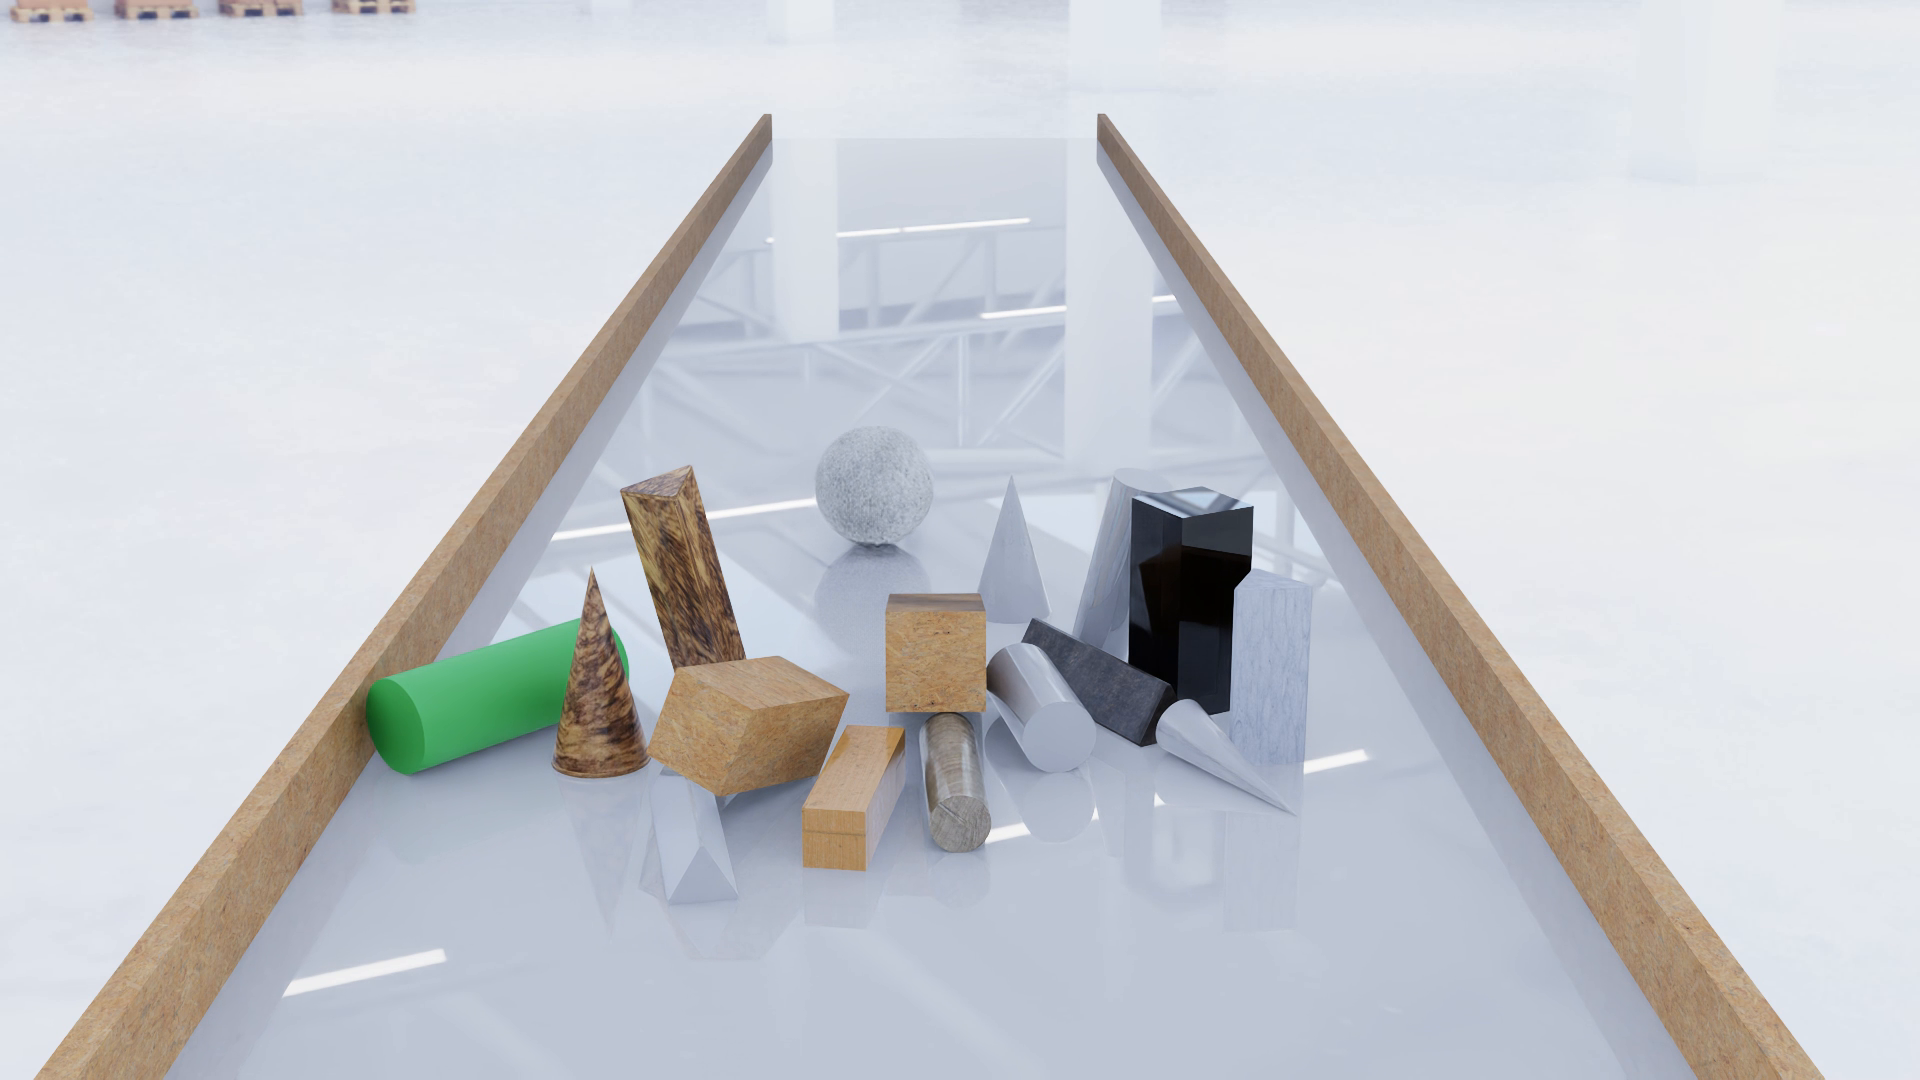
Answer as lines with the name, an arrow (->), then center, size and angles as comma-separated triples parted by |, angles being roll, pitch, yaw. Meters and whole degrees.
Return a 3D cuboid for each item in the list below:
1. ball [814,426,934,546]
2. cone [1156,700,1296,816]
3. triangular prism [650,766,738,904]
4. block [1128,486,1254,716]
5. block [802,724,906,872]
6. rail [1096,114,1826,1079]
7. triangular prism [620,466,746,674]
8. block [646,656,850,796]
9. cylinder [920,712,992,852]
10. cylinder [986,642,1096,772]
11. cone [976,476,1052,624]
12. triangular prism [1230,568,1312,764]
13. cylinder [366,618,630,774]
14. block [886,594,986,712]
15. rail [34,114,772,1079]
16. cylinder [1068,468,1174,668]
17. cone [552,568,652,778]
ball -> -0.201, -0.125, 5.157 | 0.280, 0.280, 0.280 | 0, 17, 0
cone -> 0.479, 0.397, 3.802 | 0.103, 0.103, 0.342 | -10, 28, -29
triangular prism -> -0.435, 0.448, 3.552 | 0.106, 0.092, 0.432 | -3, 17, -11
block -> 0.431, 0.119, 4.133 | 0.161, 0.396, 0.161 | -9, 19, -29
block -> -0.172, 0.421, 3.634 | 0.101, 0.101, 0.363 | 2, 17, 8
rail -> 0.932, -0.844, 7.801 | 0.050, 0.150, 12.000 | 0, 17, -1
triangular prism -> -0.501, 0.073, 4.195 | 0.143, 0.420, 0.123 | 6, 30, 38
block -> -0.354, 0.310, 3.719 | 0.157, 0.157, 0.319 | 26, 12, 24
cylinder -> -0.011, 0.402, 3.700 | 0.100, 0.100, 0.373 | -1, 17, -3
cylinder -> 0.142, 0.300, 3.984 | 0.133, 0.133, 0.315 | -3, 17, -11
cone -> 0.109, 0.005, 4.672 | 0.174, 0.307, 0.174 | 0, 17, 0
triangular prism -> 0.535, 0.223, 3.905 | 0.137, 0.326, 0.119 | -2, 17, -8
cylinder -> -0.833, 0.276, 3.996 | 0.174, 0.174, 0.456 | 14, 22, 39
block -> -0.046, 0.203, 4.067 | 0.176, 0.176, 0.429 | 0, 3, -1
rail -> -1.118, -0.838, 7.780 | 0.050, 0.150, 12.000 | 0, 17, -1
cylinder -> 0.315, 0.056, 4.335 | 0.120, 0.383, 0.120 | 11, 22, -5
cone -> -0.638, 0.216, 3.861 | 0.176, 0.364, 0.176 | 0, 17, 0
